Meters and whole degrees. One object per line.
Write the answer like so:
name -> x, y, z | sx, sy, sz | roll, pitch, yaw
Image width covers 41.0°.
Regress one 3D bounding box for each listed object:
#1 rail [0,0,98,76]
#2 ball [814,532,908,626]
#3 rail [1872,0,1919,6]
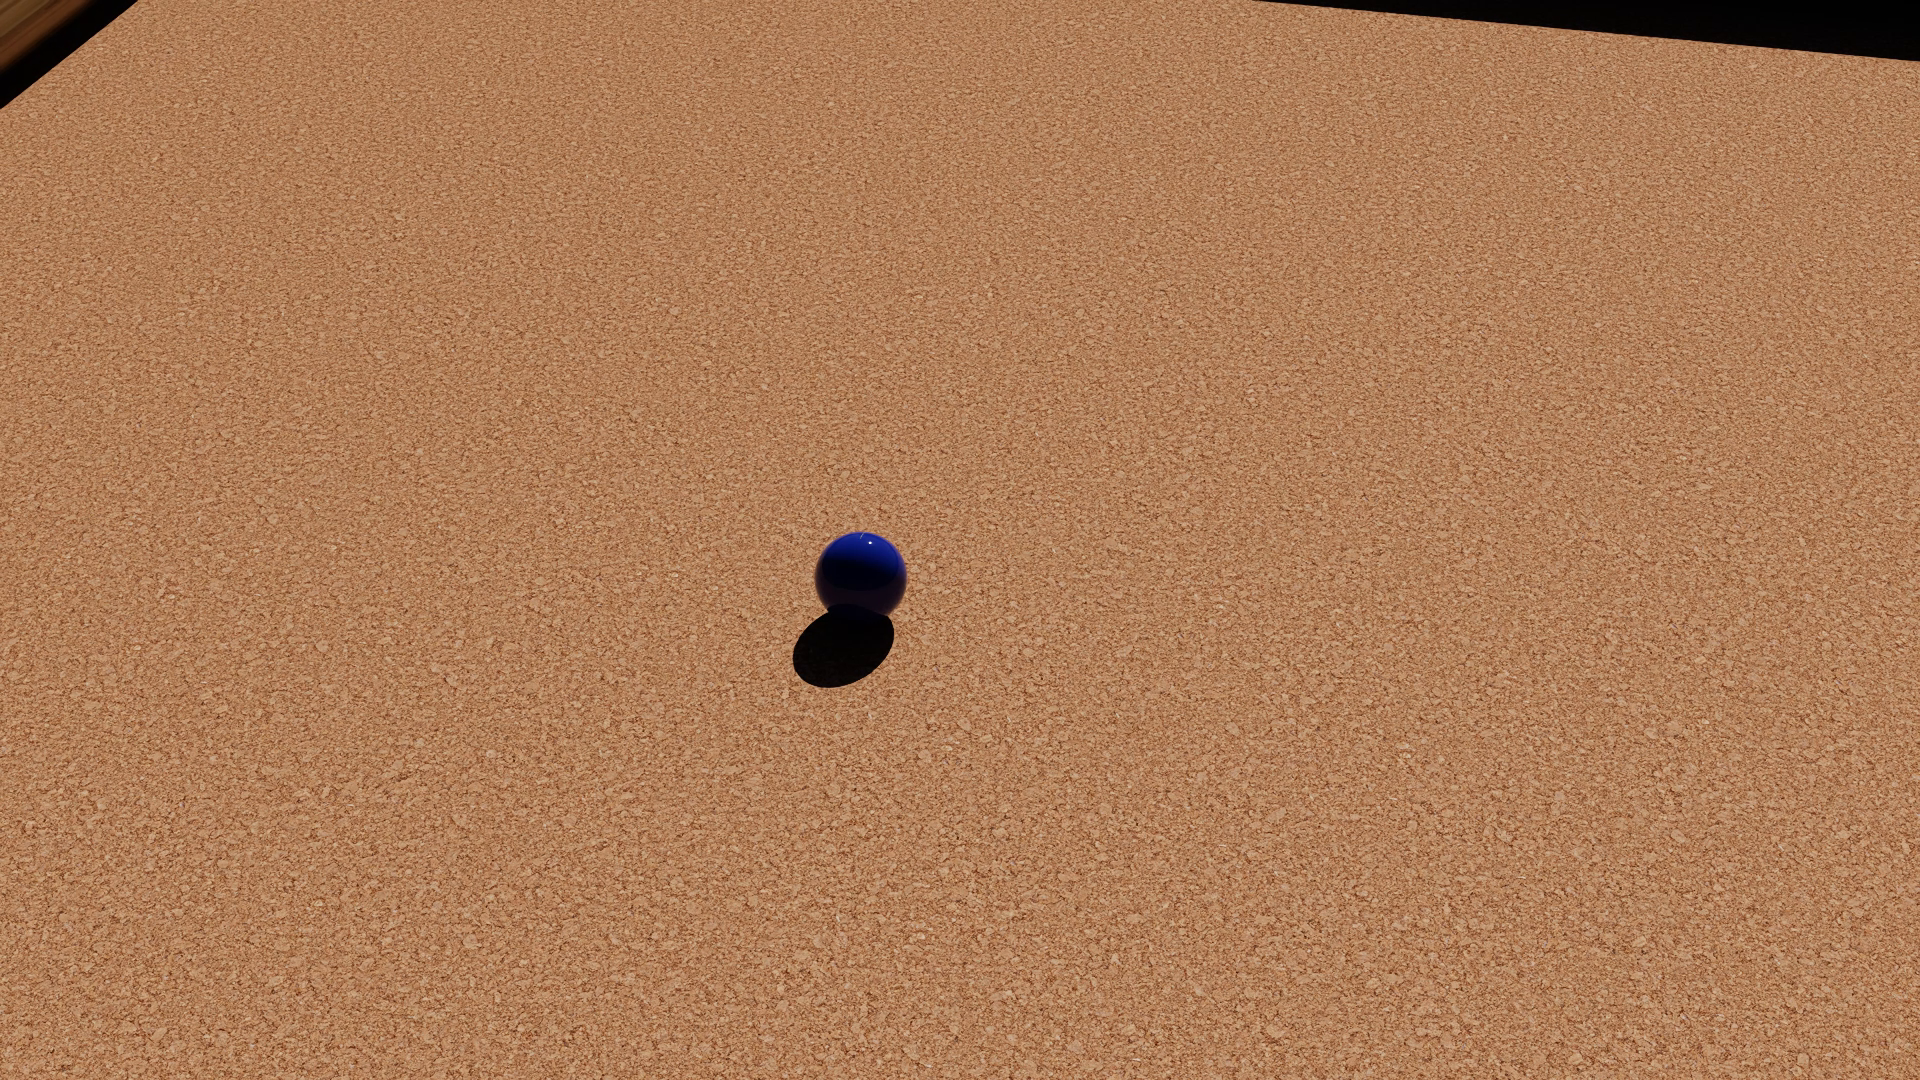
rail -> -1.058, -0.162, 1.978 | 0.045, 0.125, 2.461 | 8, 35, 11
ball -> -0.068, 0.026, 1.761 | 0.064, 0.064, 0.064 | 0, 35, 0
rail -> 1.359, -0.541, 2.527 | 4.443, 0.125, 0.045 | 8, 35, 11
